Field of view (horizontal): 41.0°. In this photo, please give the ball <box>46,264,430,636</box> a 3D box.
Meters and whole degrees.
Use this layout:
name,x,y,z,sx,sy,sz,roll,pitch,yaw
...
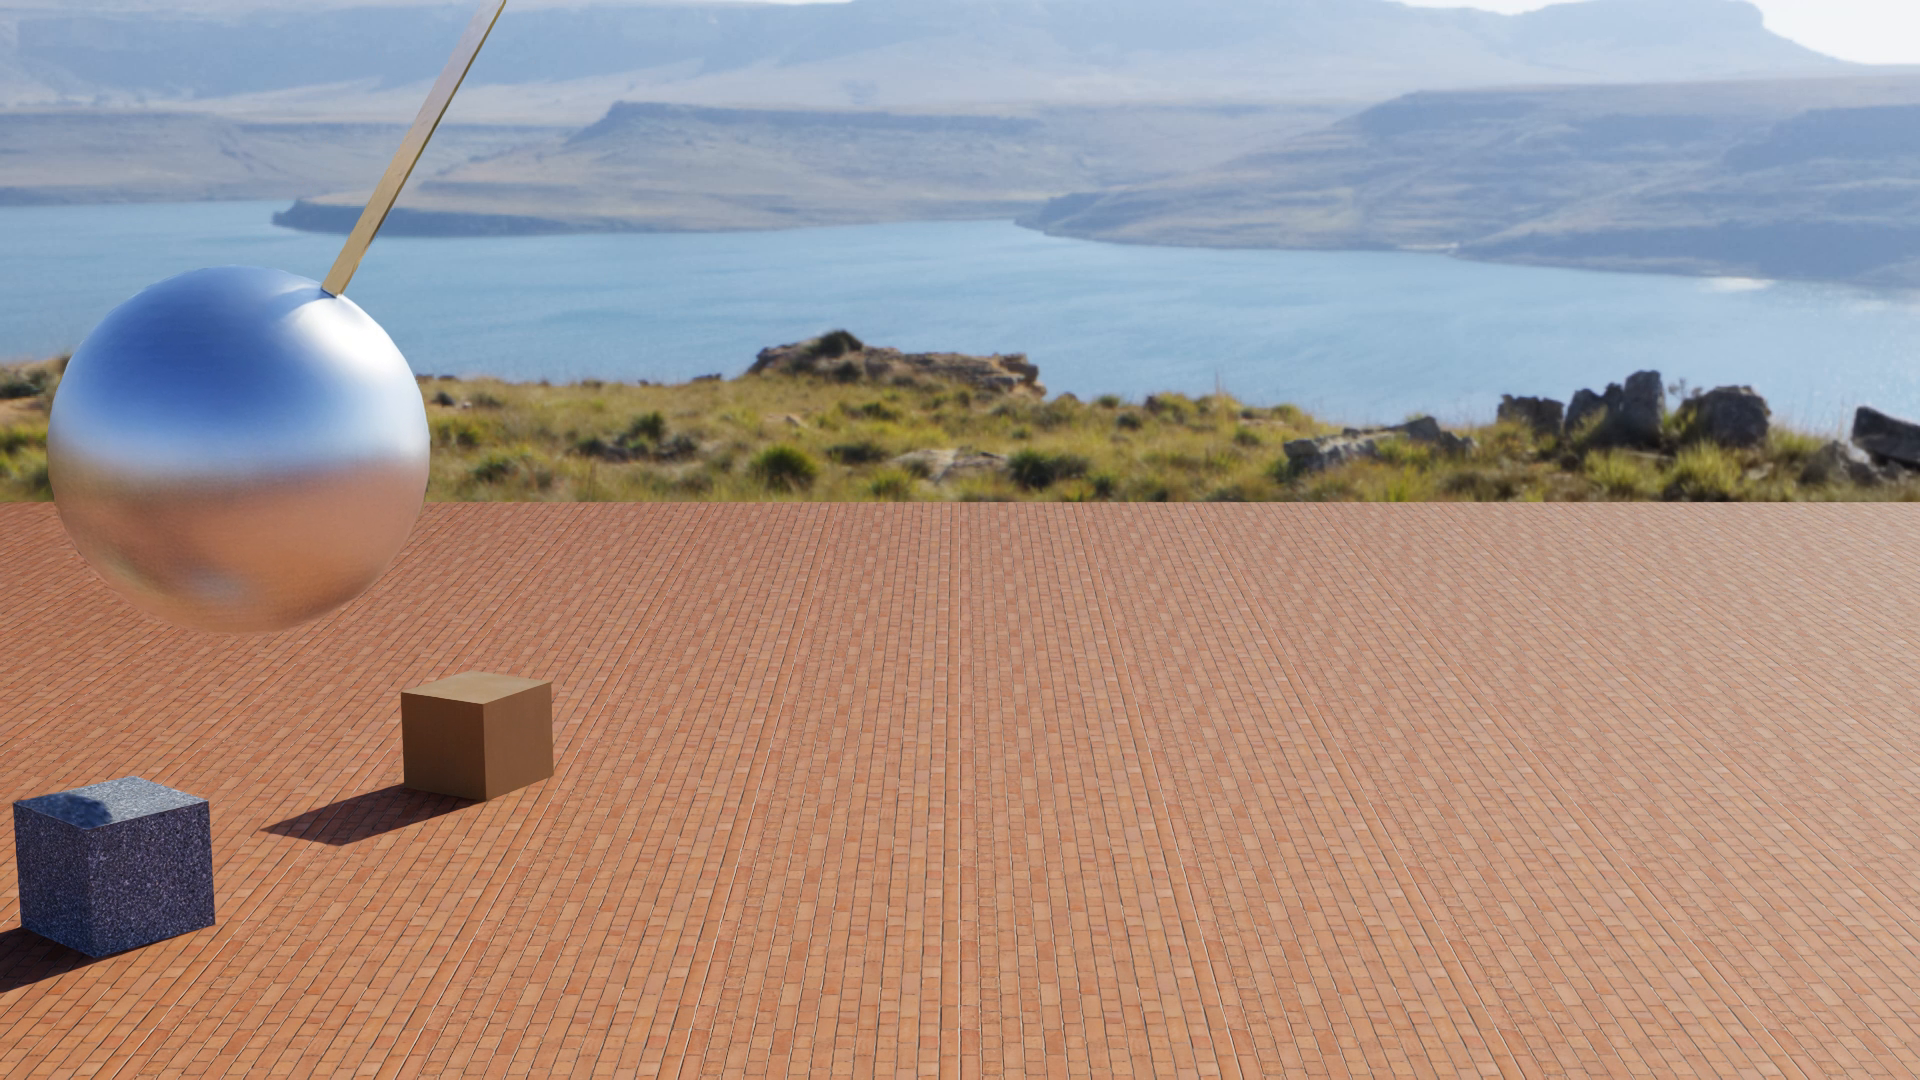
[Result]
name,x,y,z,sx,sy,sz,roll,pitch,yaw
ball,-3.109,-0.388,11.110,1.600,1.600,1.600,0,10,0

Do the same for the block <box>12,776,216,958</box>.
name,x,y,z,sx,sy,sz,roll,pitch,yaw
block,-3.514,1.346,10.664,0.582,0.536,0.554,9,14,41

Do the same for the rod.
name,x,y,z,sx,sy,sz,roll,pitch,yaw
rod,-1.347,-3.249,10.590,0.080,5.200,0.080,31,9,-5

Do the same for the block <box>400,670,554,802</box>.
name,x,y,z,sx,sy,sz,roll,pitch,yaw
block,-2.413,0.973,12.847,0.518,0.489,0.534,6,12,28
